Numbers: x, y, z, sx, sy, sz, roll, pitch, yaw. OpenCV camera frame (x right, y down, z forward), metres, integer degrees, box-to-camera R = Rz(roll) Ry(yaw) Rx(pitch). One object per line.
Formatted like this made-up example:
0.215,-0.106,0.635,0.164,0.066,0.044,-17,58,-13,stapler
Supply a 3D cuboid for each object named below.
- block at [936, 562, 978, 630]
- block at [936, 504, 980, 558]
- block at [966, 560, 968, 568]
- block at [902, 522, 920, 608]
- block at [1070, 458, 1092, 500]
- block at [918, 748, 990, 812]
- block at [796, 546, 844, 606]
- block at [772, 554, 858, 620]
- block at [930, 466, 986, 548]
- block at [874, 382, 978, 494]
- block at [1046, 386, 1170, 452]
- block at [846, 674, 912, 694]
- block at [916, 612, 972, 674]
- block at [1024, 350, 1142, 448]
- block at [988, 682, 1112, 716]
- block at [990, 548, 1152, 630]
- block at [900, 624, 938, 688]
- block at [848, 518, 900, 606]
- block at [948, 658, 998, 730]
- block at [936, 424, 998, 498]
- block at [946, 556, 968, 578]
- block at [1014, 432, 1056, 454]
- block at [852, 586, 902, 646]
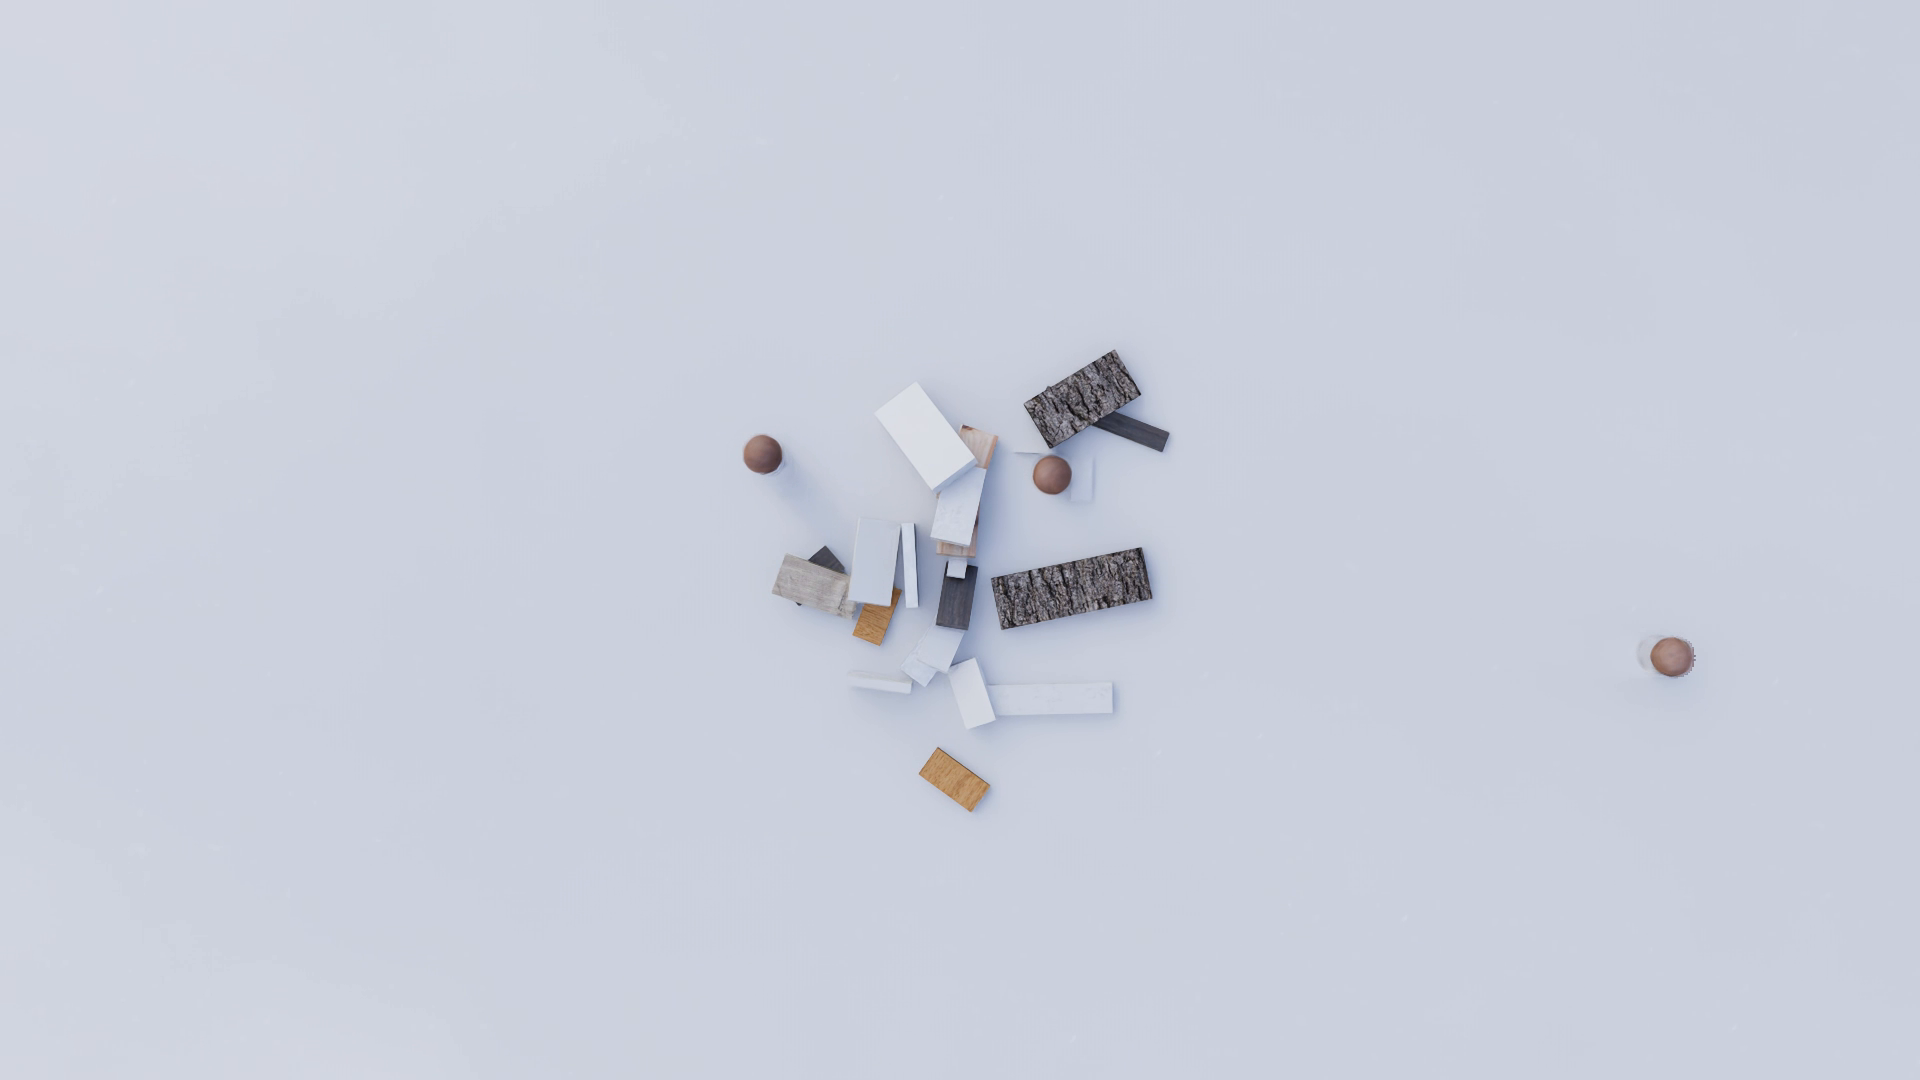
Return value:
-0.010,0.184,5.446,0.108,0.031,0.216,9,68,0,block
-0.003,-0.075,5.451,0.130,0.037,0.260,5,77,0,block
-0.006,0.032,5.474,0.059,0.017,0.118,1,74,-3,block
-0.163,0.083,5.431,0.039,0.138,0.275,-3,90,0,block
0.403,-0.201,5.490,0.070,0.020,0.140,1,90,0,block
-0.019,0.797,5.485,0.216,0.031,0.108,36,90,0,block
-0.491,0.119,5.486,0.198,0.028,0.099,-40,90,0,block
-0.469,0.155,5.450,0.277,0.039,0.138,20,96,-10,block
-0.005,-0.117,5.385,0.130,0.037,0.260,12,77,1,block
-0.112,-0.336,5.412,0.174,0.049,0.348,-37,68,0,block
0.481,-0.403,5.490,0.436,0.020,0.070,21,90,0,block
-0.267,0.472,5.446,0.214,0.107,0.030,7,90,0,block
-0.052,0.320,5.442,0.108,0.031,0.216,25,74,-3,block
0.404,-0.466,5.456,0.348,0.049,0.174,-31,90,0,block
0.285,0.529,5.486,0.443,0.028,0.099,-1,90,0,block
0.369,0.161,5.475,0.511,0.049,0.174,-12,90,0,block
-0.095,0.371,5.485,0.107,0.030,0.214,37,90,0,block
-0.283,0.074,5.444,0.138,0.039,0.275,9,80,-12,block
0.040,0.509,5.463,0.107,0.030,0.214,-20,85,15,block
0.024,-0.240,5.451,0.130,0.037,0.260,18,78,3,block
-0.006,0.065,5.447,0.059,0.017,0.118,8,74,0,block
0.253,-0.324,5.490,0.140,0.020,0.070,3,90,0,block
-0.275,0.242,5.486,0.099,0.028,0.198,22,90,0,block
